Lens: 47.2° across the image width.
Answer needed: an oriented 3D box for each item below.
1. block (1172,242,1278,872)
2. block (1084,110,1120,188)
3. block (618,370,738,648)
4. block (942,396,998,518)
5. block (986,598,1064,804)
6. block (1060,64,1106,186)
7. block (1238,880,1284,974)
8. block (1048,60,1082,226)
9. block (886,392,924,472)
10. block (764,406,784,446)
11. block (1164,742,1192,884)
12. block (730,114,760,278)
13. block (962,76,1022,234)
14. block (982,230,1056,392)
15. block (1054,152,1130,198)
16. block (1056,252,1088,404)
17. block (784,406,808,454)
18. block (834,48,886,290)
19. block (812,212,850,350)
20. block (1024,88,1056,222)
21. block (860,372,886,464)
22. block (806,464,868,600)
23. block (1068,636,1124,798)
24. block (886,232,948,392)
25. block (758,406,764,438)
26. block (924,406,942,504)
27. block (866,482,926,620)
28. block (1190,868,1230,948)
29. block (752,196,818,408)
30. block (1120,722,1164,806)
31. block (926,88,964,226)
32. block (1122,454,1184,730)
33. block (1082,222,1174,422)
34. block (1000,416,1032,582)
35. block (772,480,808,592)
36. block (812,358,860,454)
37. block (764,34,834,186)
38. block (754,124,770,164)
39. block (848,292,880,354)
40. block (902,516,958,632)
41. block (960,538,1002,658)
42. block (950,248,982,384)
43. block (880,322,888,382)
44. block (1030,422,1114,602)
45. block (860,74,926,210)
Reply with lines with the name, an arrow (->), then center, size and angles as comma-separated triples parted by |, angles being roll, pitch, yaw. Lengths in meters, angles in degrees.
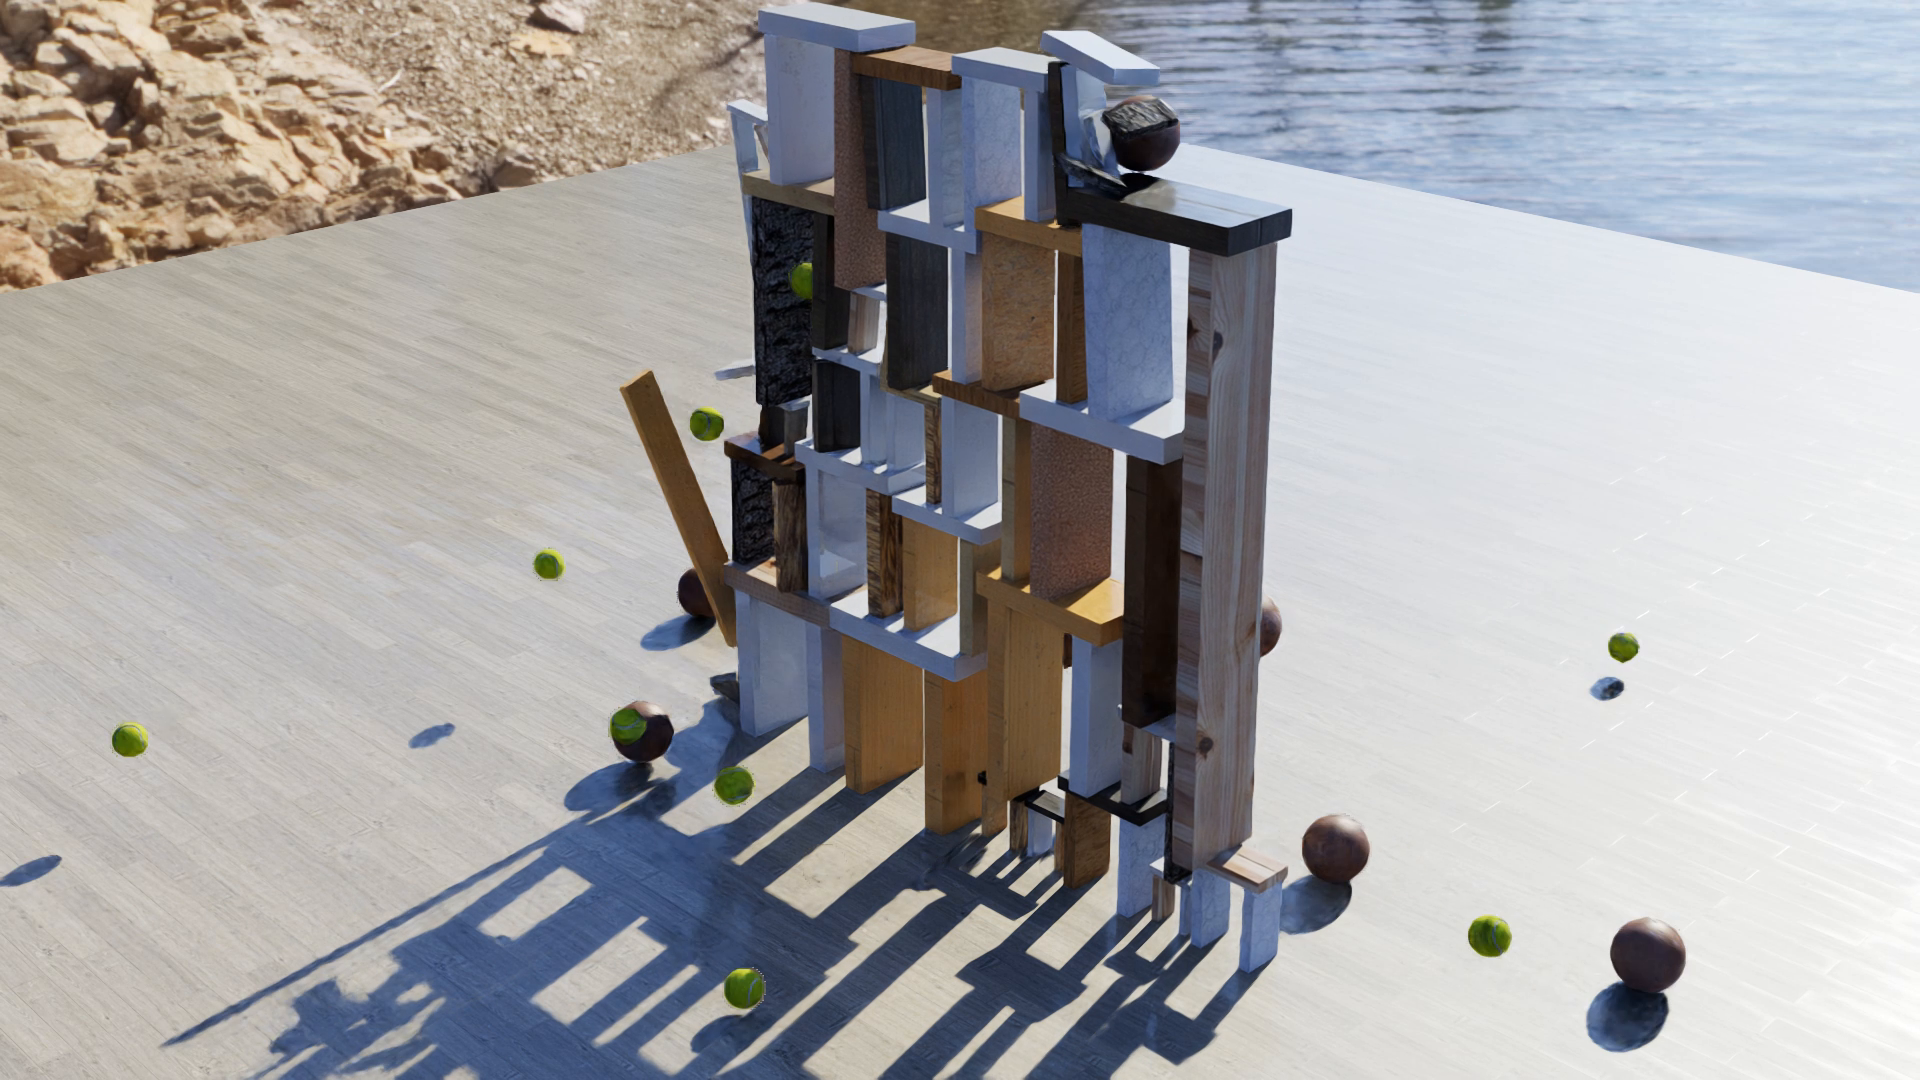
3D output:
block -> 0.447, 0.038, 3.747 | 0.167, 1.123, 0.047 | -21, 30, -40
block -> 0.235, -0.648, 3.643 | 0.017, 0.119, 0.059 | -5, 19, 27
block -> -0.563, -0.058, 4.603 | 0.021, 0.643, 0.074 | 11, 40, 44
block -> 0.019, -0.170, 4.126 | 0.034, 0.238, 0.119 | 21, 31, 40
block -> 0.125, 0.286, 4.213 | 0.159, 0.419, 0.045 | -21, 31, -40
block -> 0.209, -0.694, 3.657 | 0.028, 0.195, 0.098 | 6, 21, 30
block -> 0.538, 0.684, 3.935 | 0.024, 0.167, 0.083 | 22, 32, 40
block -> 0.200, -0.674, 3.713 | 0.098, 0.273, 0.028 | -21, 25, -39
block -> -0.106, -0.218, 4.245 | 0.023, 0.159, 0.080 | 22, 31, 40
block -> -0.380, -0.245, 4.531 | 0.049, 0.097, 0.014 | -20, 34, -40
block -> 0.409, 0.481, 3.970 | 0.084, 0.287, 0.024 | -21, 32, -38
block -> -0.406, -0.608, 4.412 | 0.014, 0.506, 0.050 | 8, 25, 31
block -> 0.056, -0.685, 3.869 | 0.112, 0.274, 0.032 | -20, 29, -39
block -> 0.105, -0.424, 3.953 | 0.133, 0.297, 0.038 | -14, 27, -30
block -> 0.214, -0.596, 3.585 | 0.119, 0.017, 0.059 | 20, 19, -21
block -> 0.227, -0.381, 3.811 | 0.133, 0.266, 0.038 | -21, 31, -40
block -> -0.335, -0.226, 4.488 | 0.049, 0.097, 0.014 | -19, 35, -39
block -> -0.169, -0.699, 4.104 | 0.040, 0.448, 0.140 | 22, 31, 39
block -> -0.223, -0.512, 4.252 | 0.038, 0.269, 0.135 | 24, 32, 38
block -> 0.160, -0.666, 3.759 | 0.112, 0.223, 0.032 | -21, 30, -39
block -> -0.150, -0.248, 4.281 | 0.093, 0.185, 0.026 | -21, 30, -40
block -> -0.248, -0.033, 4.480 | 0.038, 0.288, 0.135 | 22, 31, 40
block -> 0.274, 0.300, 4.050 | 0.045, 0.319, 0.159 | 21, 31, 40
block -> -0.079, -0.440, 4.120 | 0.125, 0.302, 0.035 | -21, 31, -40
block -> -0.375, -0.289, 4.568 | 0.074, 0.148, 0.021 | -19, 42, -42
block -> -0.030, -0.172, 4.182 | 0.023, 0.196, 0.080 | 20, 31, 40
block -> -0.122, 0.009, 4.360 | 0.038, 0.271, 0.135 | 21, 31, 41
block -> 0.458, 0.652, 4.009 | 0.083, 0.167, 0.024 | -21, 30, -41
block -> -0.349, -0.486, 4.393 | 0.038, 0.427, 0.135 | 21, 30, 40
block -> 0.334, 0.394, 4.022 | 0.084, 0.167, 0.024 | -21, 32, -39
block -> -0.002, -0.693, 3.925 | 0.035, 0.244, 0.122 | 19, 30, 40
block -> 0.362, 0.072, 3.856 | 0.167, 0.507, 0.047 | -21, 30, -39
block -> 0.287, -0.385, 3.730 | 0.167, 0.335, 0.047 | -21, 27, -40
block -> 0.130, -0.089, 4.038 | 0.119, 0.318, 0.034 | -21, 31, -40
block -> -0.319, -0.014, 4.502 | 0.118, 0.236, 0.033 | -9, 24, -20
block -> -0.243, -0.268, 4.329 | 0.093, 0.185, 0.026 | -11, 25, -24
block -> -0.299, -0.826, 4.188 | 0.140, 0.281, 0.040 | -18, 27, -37
block -> -0.362, -0.768, 4.295 | 0.050, 0.099, 0.014 | -23, 0, -43
block -> -0.184, -0.424, 4.231 | 0.061, 0.122, 0.017 | -19, 36, -39
block -> -0.058, 0.049, 4.304 | 0.034, 0.238, 0.119 | 21, 31, 39
block -> 0.053, 0.093, 4.202 | 0.034, 0.238, 0.119 | 21, 31, 40
block -> 0.040, -0.419, 4.003 | 0.035, 0.249, 0.125 | 21, 31, 40
block -> -0.118, -0.365, 4.172 | 0.017, 0.122, 0.061 | 30, 36, 32
block -> 0.203, -0.071, 3.973 | 0.167, 0.335, 0.047 | -21, 31, -40
block -> -0.121, -0.737, 4.033 | 0.035, 0.244, 0.122 | 17, 28, 41
